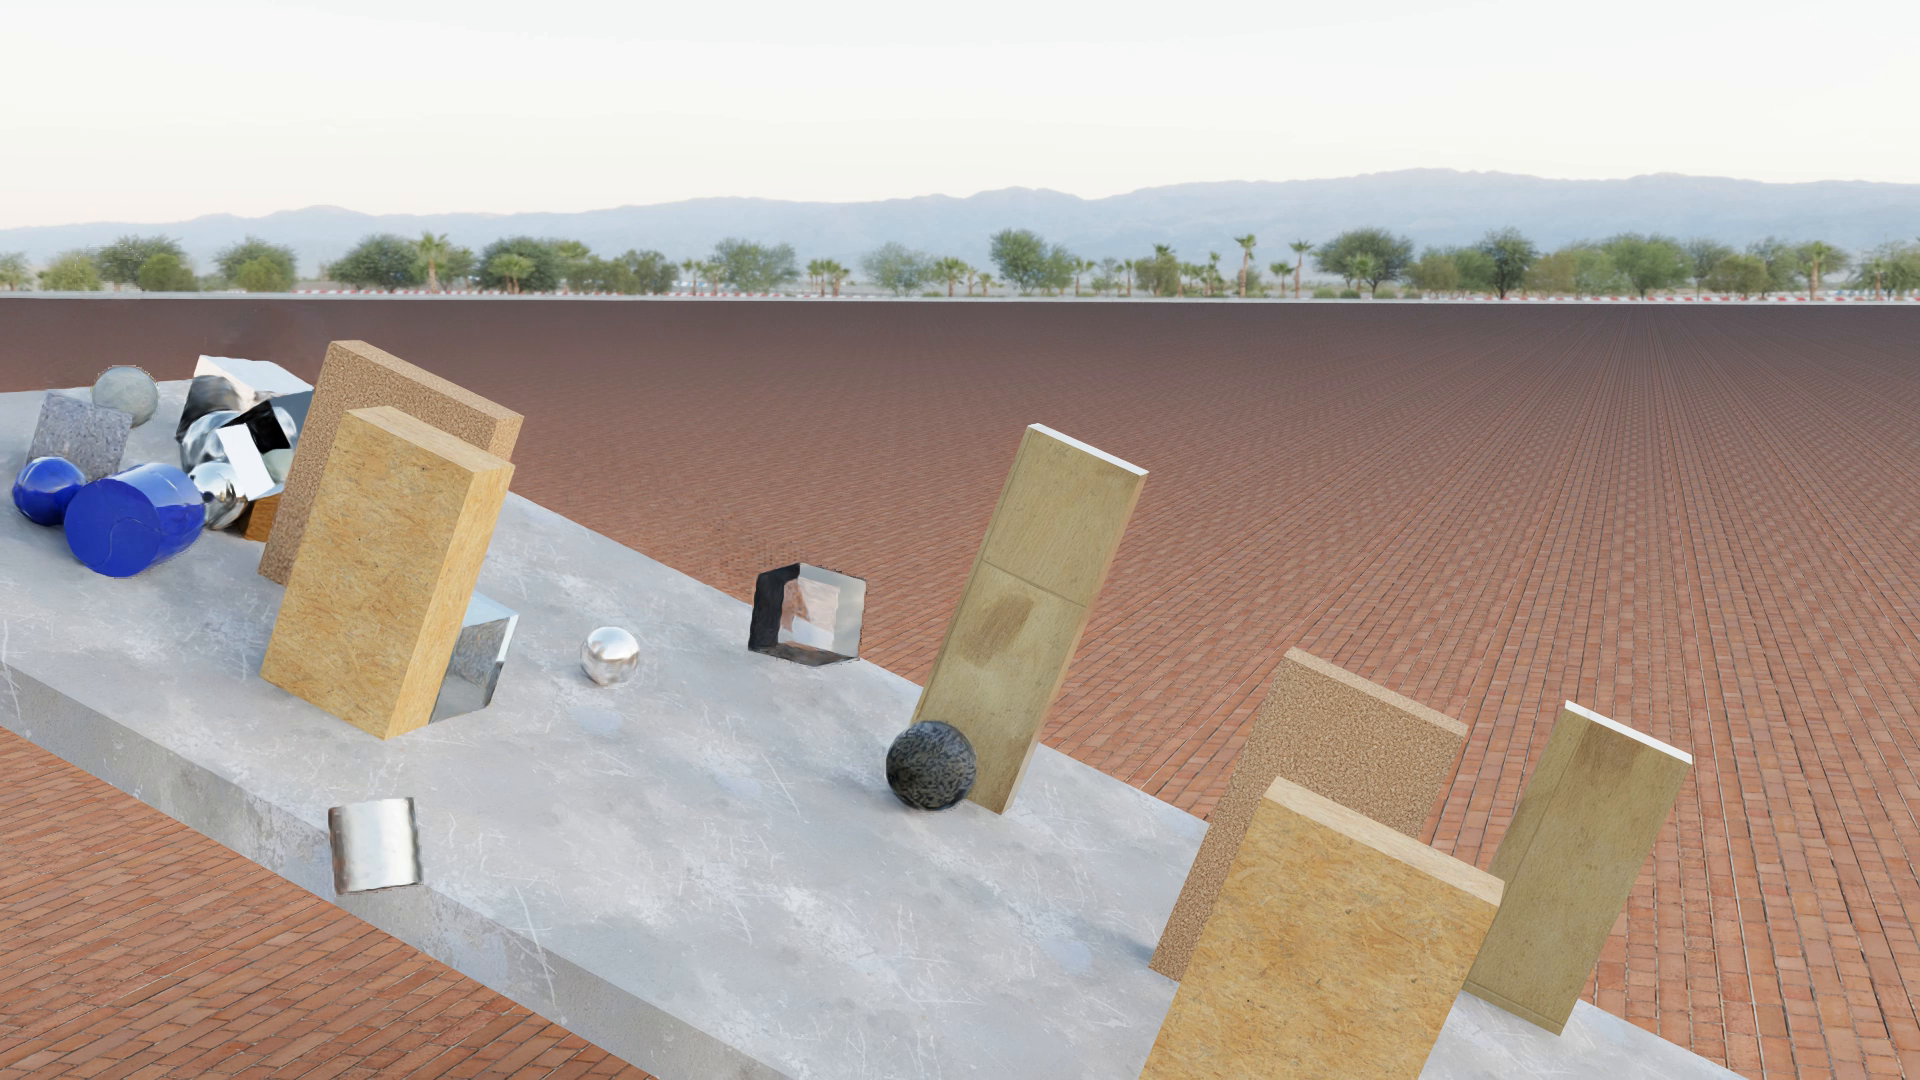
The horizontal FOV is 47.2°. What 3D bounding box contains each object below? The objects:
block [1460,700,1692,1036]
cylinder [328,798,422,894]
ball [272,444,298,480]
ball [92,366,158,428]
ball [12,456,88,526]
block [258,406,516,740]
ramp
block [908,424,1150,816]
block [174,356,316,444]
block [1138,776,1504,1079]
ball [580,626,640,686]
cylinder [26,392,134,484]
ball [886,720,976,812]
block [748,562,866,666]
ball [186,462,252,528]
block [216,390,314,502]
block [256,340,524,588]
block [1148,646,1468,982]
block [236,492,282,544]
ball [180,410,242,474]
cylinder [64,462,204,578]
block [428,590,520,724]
[{"bbox_3d":[1.240,0.674,4.519,0.266,0.631,0.089,24,13,13],"label":"block"},{"bbox_3d":[-0.814,0.426,3.062,0.118,0.118,0.118,-8,-8,-1],"label":"cylinder"},{"bbox_3d":[-1.395,-0.137,4.697,0.142,0.142,0.142,0,7,0],"label":"ball"},{"bbox_3d":[-1.804,-0.307,4.753,0.135,0.135,0.135,0,7,0],"label":"ball"},{"bbox_3d":[-1.681,-0.090,4.066,0.130,0.130,0.130,0,7,0],"label":"ball"},{"bbox_3d":[-0.983,0.054,3.769,0.261,0.498,0.141,24,13,13],"label":"block"},{"bbox_3d":[-0.308,0.546,4.195,4.000,0.100,2.000,24,13,13],"label":"ramp"},{"bbox_3d":[0.122,0.164,4.506,0.250,0.765,0.084,24,13,13],"label":"block"},{"bbox_3d":[-1.562,-0.270,4.847,0.199,0.199,0.199,29,15,29],"label":"block"},{"bbox_3d":[0.491,0.707,3.186,0.353,0.623,0.134,24,13,13],"label":"block"},{"bbox_3d":[-0.695,0.231,4.366,0.120,0.120,0.120,0,7,0],"label":"ball"},{"bbox_3d":[-1.732,-0.191,4.322,0.163,0.163,0.163,16,0,-22],"label":"cylinder"},{"bbox_3d":[-0.058,0.449,4.365,0.181,0.181,0.181,0,7,0],"label":"ball"},{"bbox_3d":[-0.333,0.165,4.781,0.172,0.172,0.172,17,-19,-34],"label":"block"},{"bbox_3d":[-1.481,-0.090,4.378,0.135,0.135,0.135,0,7,0],"label":"ball"},{"bbox_3d":[-1.336,-0.190,4.356,0.154,0.154,0.154,-24,1,27],"label":"block"},{"bbox_3d":[-1.090,-0.085,4.200,0.377,0.483,0.100,24,13,13],"label":"block"},{"bbox_3d":[0.627,0.558,3.983,0.342,0.639,0.107,24,13,13],"label":"block"},{"bbox_3d":[-1.395,-0.060,4.460,0.107,0.107,0.107,13,15,-33],"label":"block"},{"bbox_3d":[-1.522,-0.177,4.563,0.183,0.183,0.183,0,7,0],"label":"ball"},{"bbox_3d":[-1.507,-0.039,4.021,0.180,0.180,0.180,1,12,5],"label":"cylinder"},{"bbox_3d":[-0.948,0.191,3.961,0.190,0.190,0.190,25,13,16],"label":"block"}]
